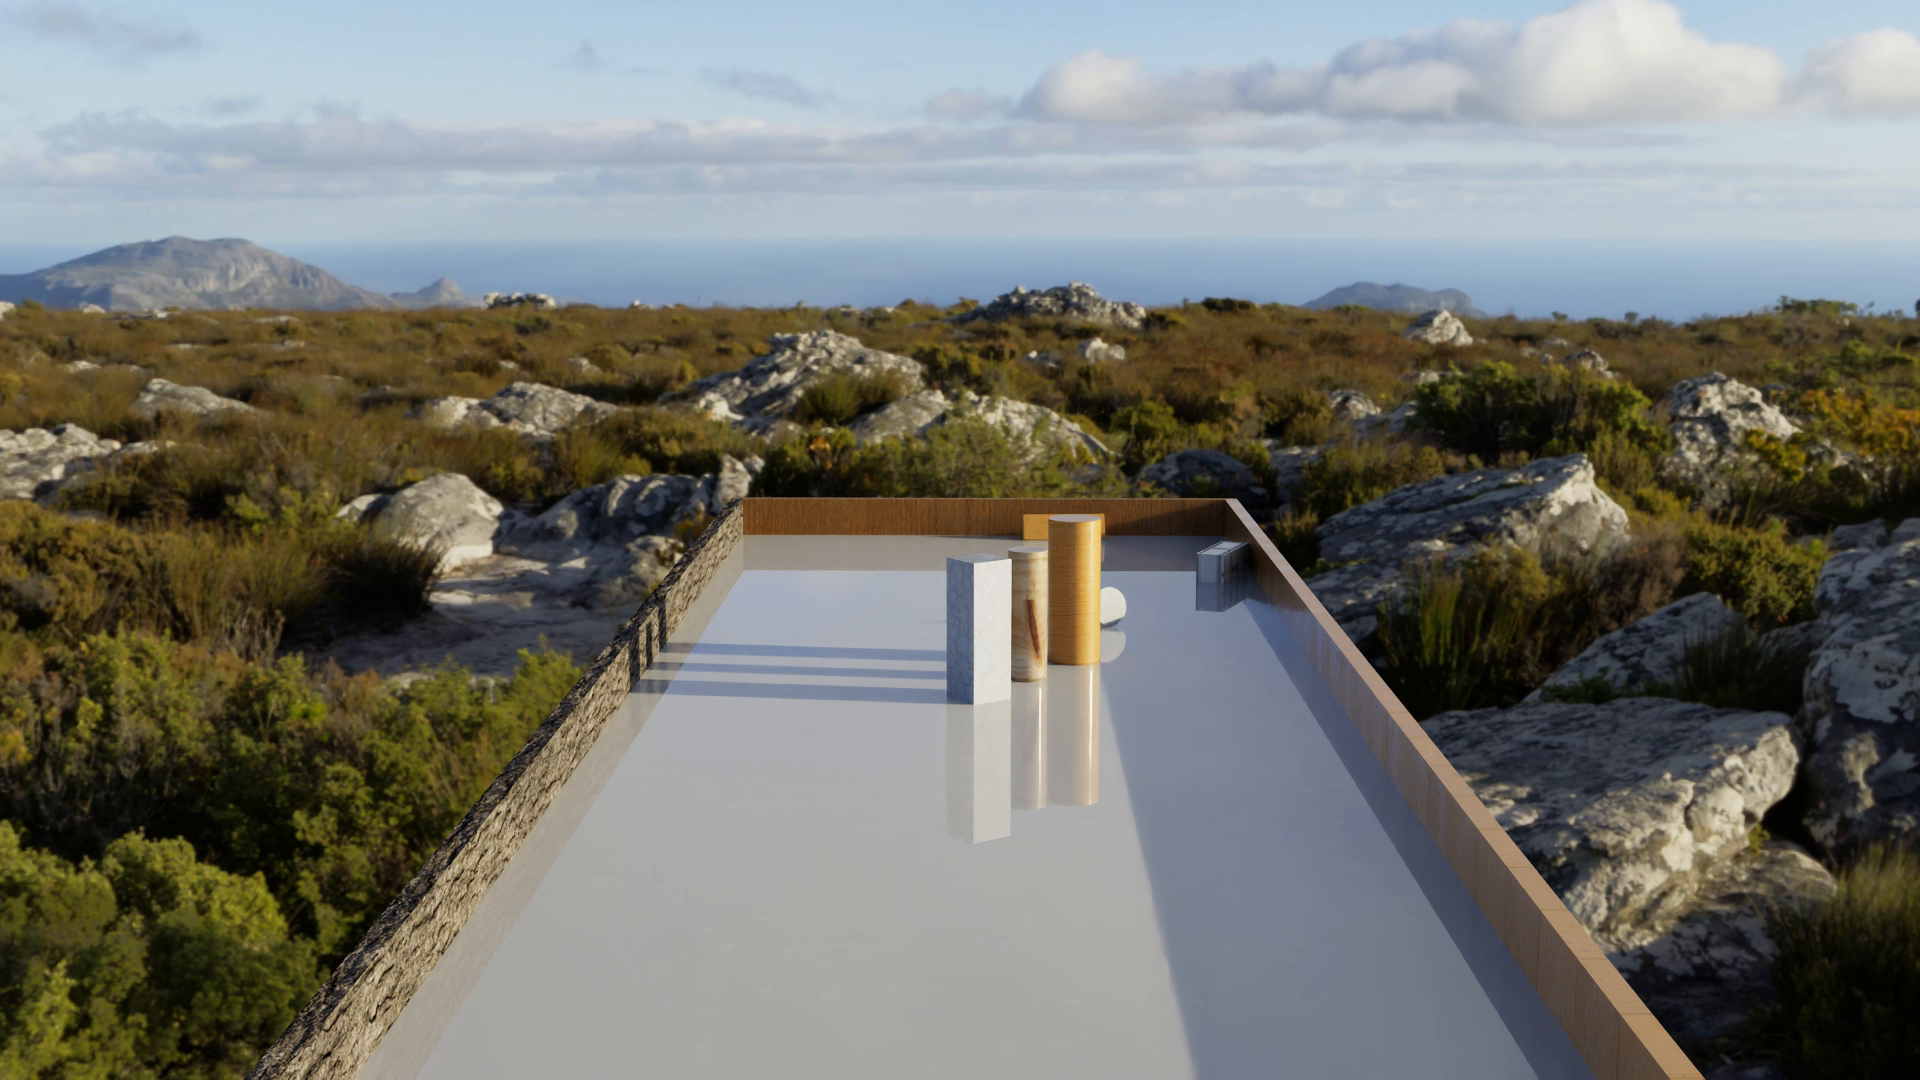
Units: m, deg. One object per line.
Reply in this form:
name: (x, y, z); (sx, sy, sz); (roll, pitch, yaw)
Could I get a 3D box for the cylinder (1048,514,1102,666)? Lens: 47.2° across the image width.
cylinder: (0.346, 0.150, 6.664); (0.160, 0.437, 0.160); (0, 9, 0)

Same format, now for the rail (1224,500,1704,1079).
rail: (1.046, 0.843, 3.208); (0.050, 0.150, 12.000); (0, 9, 1)

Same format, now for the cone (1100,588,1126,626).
cone: (0.413, 0.230, 7.359); (0.128, 0.128, 0.313); (-5, -1, -31)

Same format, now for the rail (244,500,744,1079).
rail: (-1.004, 0.839, 3.234); (0.050, 0.150, 12.000); (0, 9, 1)

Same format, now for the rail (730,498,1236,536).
rail: (0.099, -0.098, 9.147); (2.100, 0.150, 0.050); (0, 9, 1)

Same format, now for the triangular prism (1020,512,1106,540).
triangular prism: (0.422, -0.058, 9.048); (0.342, 0.098, 0.113); (-5, 16, -4)

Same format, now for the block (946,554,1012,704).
block: (0.052, 0.248, 6.171); (0.129, 0.399, 0.129); (-7, 11, -36)

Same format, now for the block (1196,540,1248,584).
block: (0.975, 0.082, 8.159); (0.105, 0.105, 0.320); (4, 10, 23)

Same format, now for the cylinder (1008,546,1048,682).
cylinder: (0.197, 0.216, 6.421); (0.116, 0.383, 0.116); (0, 9, 0)
